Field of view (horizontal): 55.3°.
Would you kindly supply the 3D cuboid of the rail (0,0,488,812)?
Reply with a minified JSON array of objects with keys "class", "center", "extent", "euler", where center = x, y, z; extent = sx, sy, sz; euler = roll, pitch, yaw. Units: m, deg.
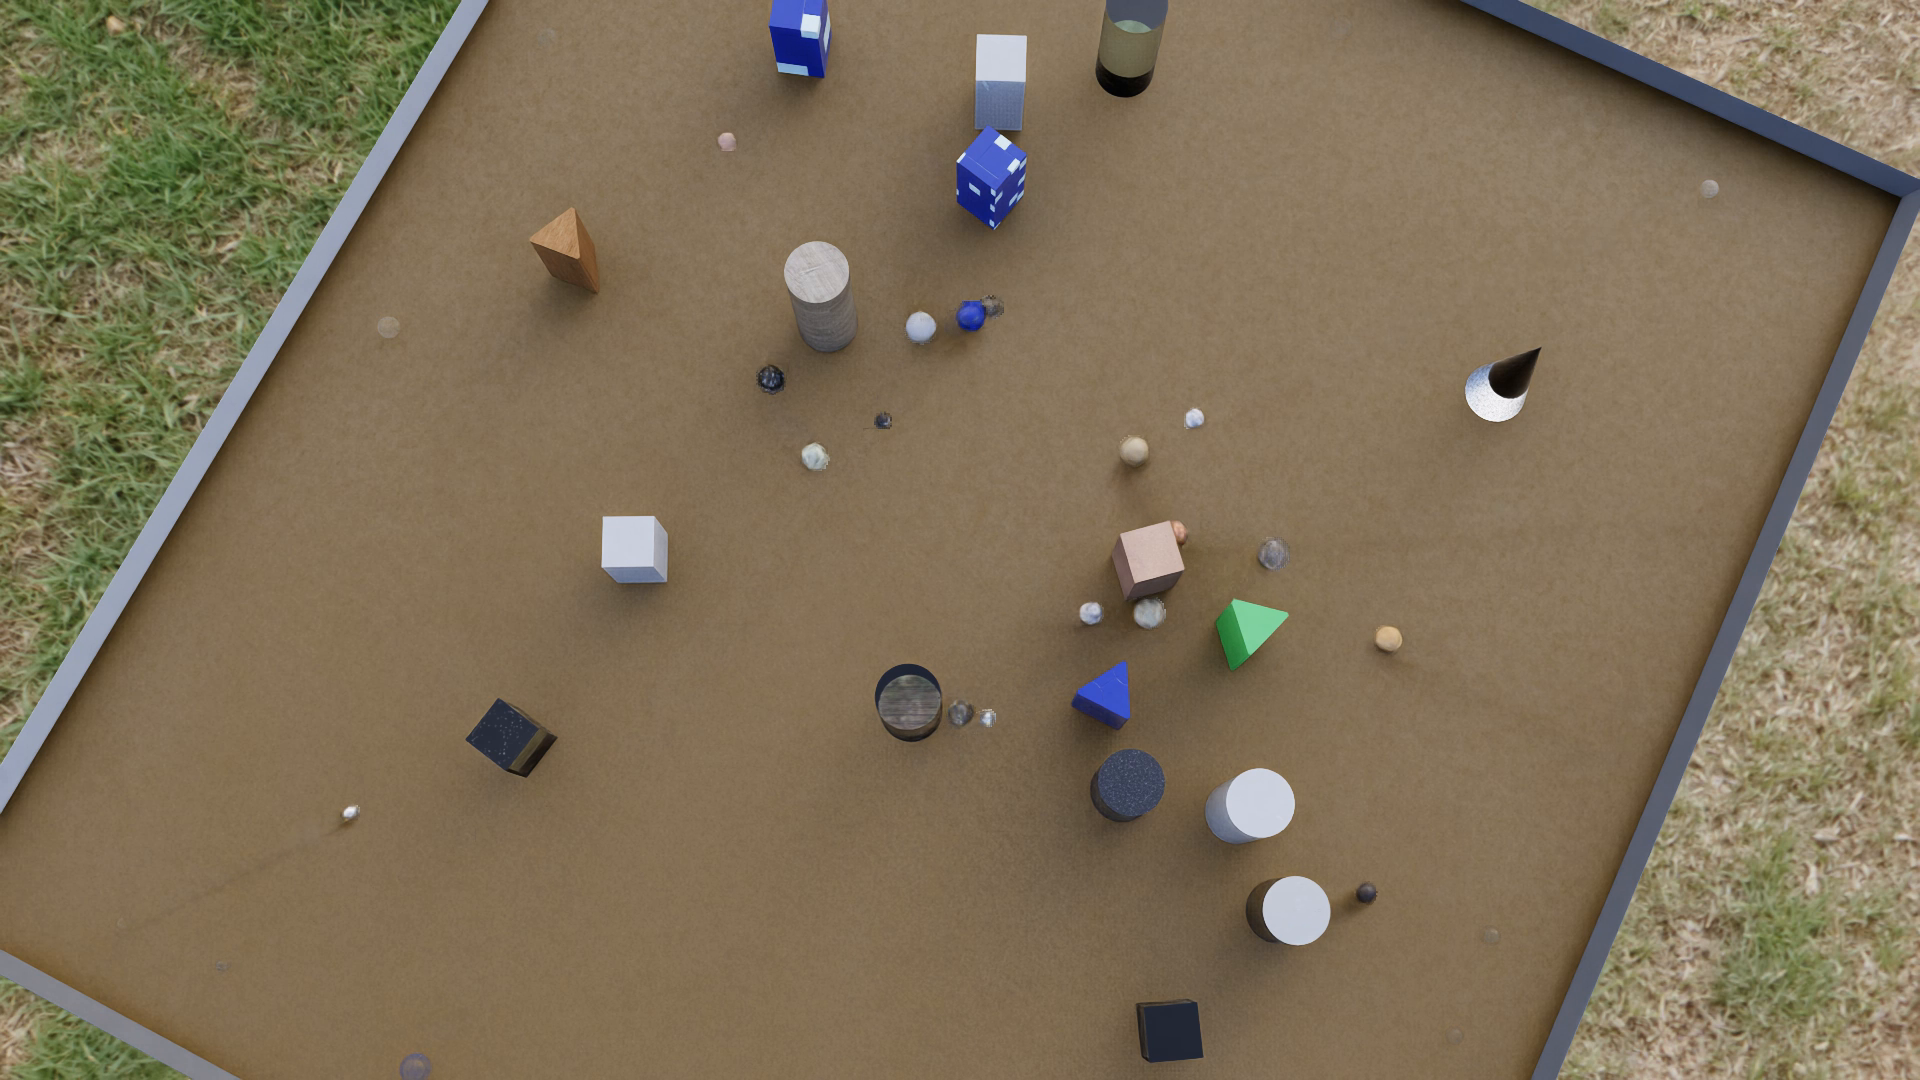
[{"class":"rail","center":[-1.952,-0.949,5.749],"extent":[0.045,0.122,4.732],"euler":[26,80,5]}]

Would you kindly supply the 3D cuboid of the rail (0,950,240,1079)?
[{"class":"rail","center":[-1.048,2.058,5.127],"extent":[4.411,0.122,0.045],"euler":[26,80,5]}]

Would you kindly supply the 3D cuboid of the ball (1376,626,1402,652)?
[{"class":"ball","center":[1.290,0.299,5.514],"extent":[0.079,0.079,0.079],"euler":[0,78,0]}]

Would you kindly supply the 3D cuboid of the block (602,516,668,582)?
[{"class":"block","center":[-0.970,0.030,5.480],"extent":[0.150,0.255,0.150],"euler":[-1,78,0]}]

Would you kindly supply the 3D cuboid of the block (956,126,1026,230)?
[{"class":"block","center":[0.096,-1.120,5.683],"extent":[0.150,0.324,0.150],"euler":[38,81,7]}]

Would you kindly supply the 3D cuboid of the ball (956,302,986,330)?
[{"class":"ball","center":[0.034,-0.697,5.713],"extent":[0.090,0.090,0.090],"euler":[0,78,0]}]

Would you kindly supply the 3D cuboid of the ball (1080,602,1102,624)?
[{"class":"ball","center":[0.395,0.220,5.536],"extent":[0.068,0.068,0.068],"euler":[0,78,0]}]

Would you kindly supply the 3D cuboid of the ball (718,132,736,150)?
[{"class":"ball","center":[-0.745,-1.274,5.851],"extent":[0.056,0.056,0.056],"euler":[0,78,0]}]

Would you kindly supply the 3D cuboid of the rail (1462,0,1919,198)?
[{"class":"rail","center":[1.048,-2.045,5.976],"extent":[4.411,0.122,0.045],"euler":[26,80,5]}]

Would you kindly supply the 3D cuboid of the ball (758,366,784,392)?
[{"class":"ball","center":[-0.584,-0.500,5.678],"extent":[0.082,0.082,0.082],"euler":[0,78,0]}]

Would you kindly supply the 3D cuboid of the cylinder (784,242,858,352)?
[{"class":"cylinder","center":[-0.414,-0.727,5.528],"extent":[0.188,0.469,0.188],"euler":[0,78,0]}]

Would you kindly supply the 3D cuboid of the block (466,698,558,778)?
[{"class":"block","center":[-1.310,0.582,5.367],"extent":[0.150,0.252,0.150],"euler":[36,81,7]}]

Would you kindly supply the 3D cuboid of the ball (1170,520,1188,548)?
[{"class":"ball","center":[0.650,-0.017,5.571],"extent":[0.086,0.086,0.086],"euler":[0,78,0]}]

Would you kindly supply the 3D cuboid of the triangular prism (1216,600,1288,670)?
[{"class":"triangular prism","center":[0.828,0.255,5.387],"extent":[0.141,0.347,0.163],"euler":[44,82,8]}]

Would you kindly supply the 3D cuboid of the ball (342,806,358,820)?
[{"class":"ball","center":[-1.806,0.808,5.427],"extent":[0.044,0.044,0.044],"euler":[0,78,0]}]

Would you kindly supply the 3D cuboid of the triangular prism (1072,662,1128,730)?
[{"class":"triangular prism","center":[0.439,0.439,5.367],"extent":[0.163,0.310,0.141],"euler":[27,80,5]}]

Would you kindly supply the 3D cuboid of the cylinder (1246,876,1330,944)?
[{"class":"cylinder","center":[0.934,1.060,5.238],"extent":[0.188,0.312,0.188],"euler":[0,78,0]}]

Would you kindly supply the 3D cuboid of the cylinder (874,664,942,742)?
[{"class":"cylinder","center":[-0.146,0.477,5.337],"extent":[0.188,0.354,0.188],"euler":[0,78,0]}]

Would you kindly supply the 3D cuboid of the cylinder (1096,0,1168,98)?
[{"class":"cylinder","center":[0.532,-1.564,5.716],"extent":[0.188,0.438,0.188],"euler":[0,78,0]}]

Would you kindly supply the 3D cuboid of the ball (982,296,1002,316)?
[{"class":"ball","center":[0.100,-0.731,5.735],"extent":[0.063,0.063,0.063],"euler":[0,78,0]}]

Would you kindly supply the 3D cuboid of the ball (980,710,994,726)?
[{"class":"ball","center":[0.080,0.533,5.484],"extent":[0.043,0.043,0.043],"euler":[0,78,0]}]

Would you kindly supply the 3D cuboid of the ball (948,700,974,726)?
[{"class":"ball","center":[0.002,0.518,5.470],"extent":[0.078,0.078,0.078],"euler":[0,78,0]}]

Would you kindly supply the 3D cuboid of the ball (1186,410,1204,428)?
[{"class":"ball","center":[0.725,-0.376,5.665],"extent":[0.058,0.058,0.058],"euler":[0,78,0]}]

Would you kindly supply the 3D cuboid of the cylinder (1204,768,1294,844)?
[{"class":"cylinder","center":[0.822,0.764,5.233],"extent":[0.188,0.442,0.188],"euler":[0,78,0]}]

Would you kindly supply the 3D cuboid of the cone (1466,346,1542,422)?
[{"class":"cone","center":[1.669,-0.508,5.484],"extent":[0.188,0.466,0.188],"euler":[0,78,0]}]

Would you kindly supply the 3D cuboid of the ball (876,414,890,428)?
[{"class":"ball","center":[-0.238,-0.370,5.671],"extent":[0.042,0.042,0.042],"euler":[0,78,0]}]

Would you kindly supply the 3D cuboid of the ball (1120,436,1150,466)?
[{"class":"ball","center":[0.536,-0.271,5.626],"extent":[0.090,0.090,0.090],"euler":[0,78,0]}]

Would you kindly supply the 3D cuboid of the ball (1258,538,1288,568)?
[{"class":"ball","center":[0.952,0.041,5.561],"extent":[0.091,0.091,0.091],"euler":[0,78,0]}]

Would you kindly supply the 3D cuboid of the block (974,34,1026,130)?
[{"class":"block","center":[0.125,-1.427,5.733],"extent":[0.150,0.350,0.150],"euler":[2,78,0]}]

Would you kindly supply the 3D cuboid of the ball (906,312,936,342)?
[{"class":"ball","center":[-0.123,-0.664,5.706],"extent":[0.094,0.094,0.094],"euler":[0,78,0]}]

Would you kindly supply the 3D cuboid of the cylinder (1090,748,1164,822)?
[{"class":"cylinder","center":[0.481,0.713,5.303],"extent":[0.188,0.325,0.188],"euler":[0,78,0]}]

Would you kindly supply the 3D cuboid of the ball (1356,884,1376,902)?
[{"class":"ball","center":[1.190,1.036,5.374],"extent":[0.055,0.055,0.055],"euler":[0,78,0]}]

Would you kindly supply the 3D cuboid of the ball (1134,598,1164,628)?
[{"class":"ball","center":[0.567,0.221,5.524],"extent":[0.091,0.091,0.091],"euler":[0,78,0]}]

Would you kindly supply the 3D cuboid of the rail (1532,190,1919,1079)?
[{"class":"rail","center":[1.952,0.962,5.354],"extent":[0.045,0.122,4.732],"euler":[26,80,5]}]

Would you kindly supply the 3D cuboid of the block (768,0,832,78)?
[{"class":"block","center":[-0.502,-1.609,5.790],"extent":[0.150,0.312,0.150],"euler":[8,78,2]}]

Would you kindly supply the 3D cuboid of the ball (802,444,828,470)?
[{"class":"ball","center":[-0.448,-0.257,5.629],"extent":[0.080,0.080,0.080],"euler":[0,78,0]}]

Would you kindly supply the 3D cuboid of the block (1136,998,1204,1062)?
[{"class":"block","center":[0.593,1.392,5.208],"extent":[0.150,0.236,0.150],"euler":[-5,78,-1]}]

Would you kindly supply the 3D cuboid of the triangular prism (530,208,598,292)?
[{"class":"triangular prism","center":[-1.190,-0.905,5.649],"extent":[0.163,0.303,0.141],"euler":[21,79,4]}]

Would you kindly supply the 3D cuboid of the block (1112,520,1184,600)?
[{"class":"block","center":[0.556,0.065,5.447],"extent":[0.150,0.306,0.150],"euler":[-15,79,-3]}]
